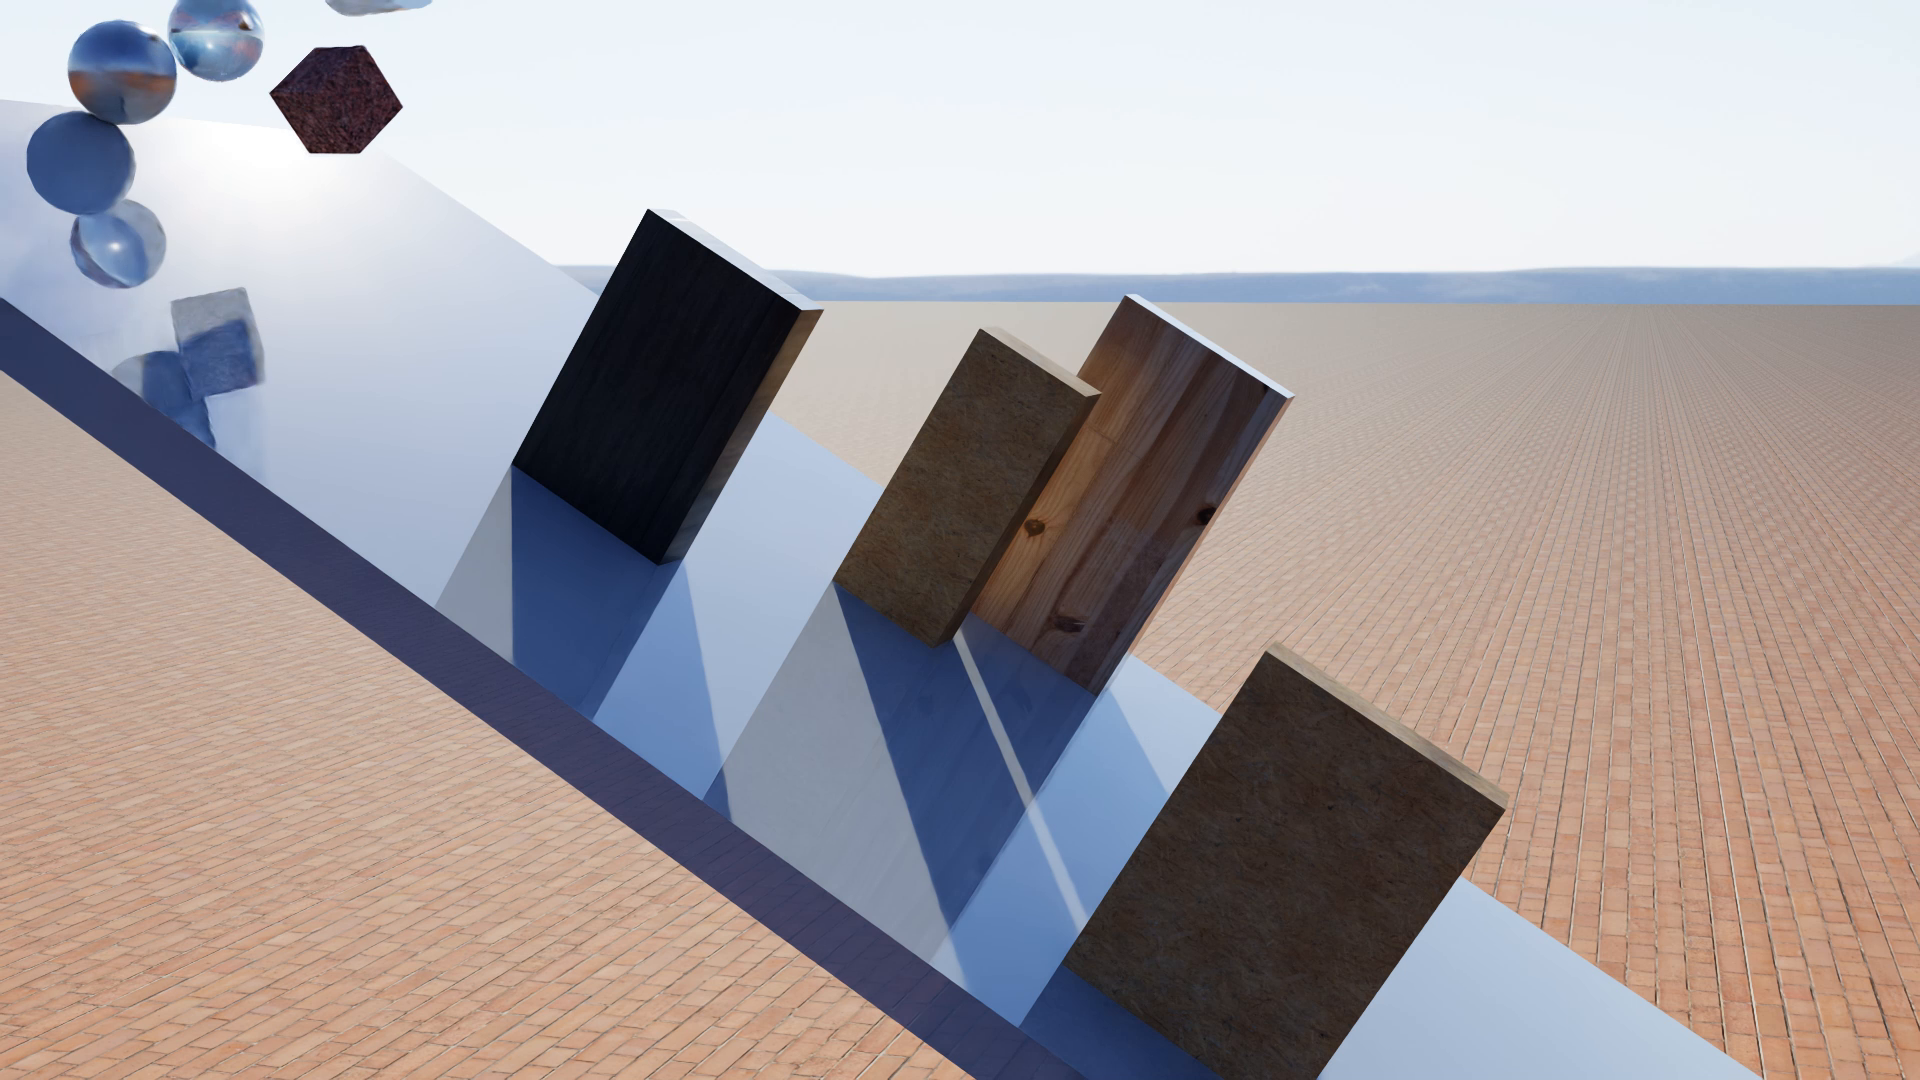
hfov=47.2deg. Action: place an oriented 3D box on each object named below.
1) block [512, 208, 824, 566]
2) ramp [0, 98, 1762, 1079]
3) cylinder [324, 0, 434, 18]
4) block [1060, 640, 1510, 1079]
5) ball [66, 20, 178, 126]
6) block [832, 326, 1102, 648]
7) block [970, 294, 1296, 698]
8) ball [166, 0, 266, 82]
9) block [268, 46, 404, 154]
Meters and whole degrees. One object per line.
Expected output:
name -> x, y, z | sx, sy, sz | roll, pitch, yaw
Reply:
block -> -0.521, -0.271, 3.899 | 0.334, 0.529, 0.110 | 34, 15, 11
ramp -> -0.158, 0.261, 4.115 | 4.000, 0.100, 2.000 | 34, 15, 11
cylinder -> -1.178, -1.163, 4.452 | 0.189, 0.189, 0.189 | 4, 8, 37
block -> 0.472, 0.502, 3.238 | 0.401, 0.576, 0.096 | 34, 15, 11
ball -> -1.684, -0.940, 4.425 | 0.209, 0.209, 0.209 | 0, 7, 0
block -> 0.012, -0.103, 4.294 | 0.244, 0.581, 0.132 | 34, 15, 11
block -> 0.326, -0.091, 4.568 | 0.391, 0.737, 0.109 | 34, 15, 11
ball -> -1.518, -1.032, 4.489 | 0.191, 0.191, 0.191 | 0, 7, 0
block -> -1.241, -0.876, 4.379 | 0.150, 0.150, 0.150 | 7, 50, 34
